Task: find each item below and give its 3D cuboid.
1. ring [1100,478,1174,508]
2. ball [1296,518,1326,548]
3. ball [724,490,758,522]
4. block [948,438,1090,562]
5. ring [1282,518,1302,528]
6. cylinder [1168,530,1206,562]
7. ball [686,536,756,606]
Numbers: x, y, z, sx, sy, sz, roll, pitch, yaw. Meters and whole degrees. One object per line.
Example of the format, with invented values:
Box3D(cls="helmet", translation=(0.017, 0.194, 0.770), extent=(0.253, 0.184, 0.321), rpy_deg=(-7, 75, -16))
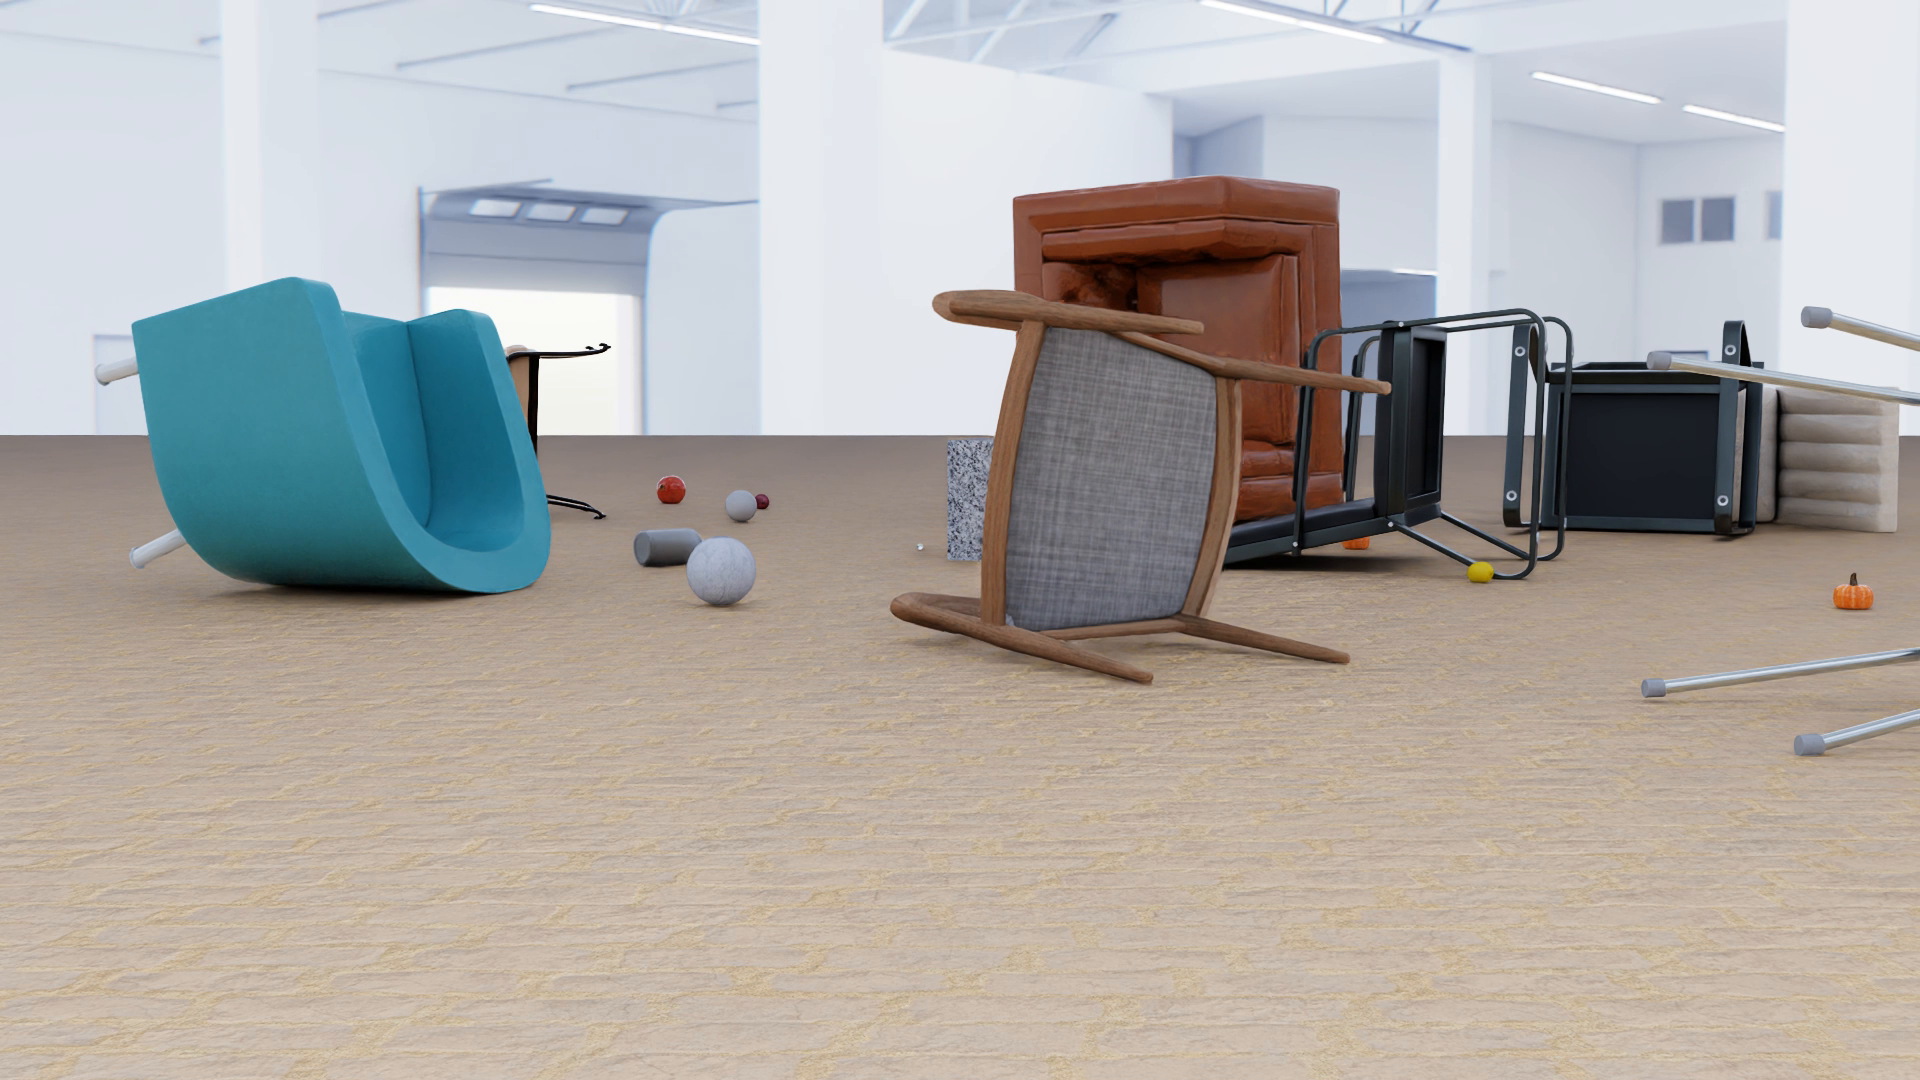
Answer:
Box3D(cls="ring", translation=(0.677, -0.180, 8.425), extent=(0.283, 0.105, 0.204), rpy_deg=(0, 2, -6))
Box3D(cls="ball", translation=(0.995, -0.020, 6.237), extent=(0.082, 0.082, 0.082), rpy_deg=(0, 4, 0))
Box3D(cls="ball", translation=(-0.739, -0.115, 7.424), extent=(0.109, 0.109, 0.109), rpy_deg=(0, 4, 0))
Box3D(cls="block", translation=(0.161, -0.111, 5.871), extent=(0.311, 0.314, 0.310), rpy_deg=(1, 4, 17))
Box3D(cls="ring", translation=(1.084, -0.056, 7.166), extent=(0.061, 0.028, 0.081), rpy_deg=(-2, 4, -12))
Box3D(cls="cylinder", translation=(0.592, 0.022, 5.734), extent=(0.089, 0.067, 0.085), rpy_deg=(22, -11, 21))
Box3D(cls="ball", translation=(-0.495, 0.064, 4.560), extent=(0.145, 0.145, 0.145), rpy_deg=(0, 4, 0))
